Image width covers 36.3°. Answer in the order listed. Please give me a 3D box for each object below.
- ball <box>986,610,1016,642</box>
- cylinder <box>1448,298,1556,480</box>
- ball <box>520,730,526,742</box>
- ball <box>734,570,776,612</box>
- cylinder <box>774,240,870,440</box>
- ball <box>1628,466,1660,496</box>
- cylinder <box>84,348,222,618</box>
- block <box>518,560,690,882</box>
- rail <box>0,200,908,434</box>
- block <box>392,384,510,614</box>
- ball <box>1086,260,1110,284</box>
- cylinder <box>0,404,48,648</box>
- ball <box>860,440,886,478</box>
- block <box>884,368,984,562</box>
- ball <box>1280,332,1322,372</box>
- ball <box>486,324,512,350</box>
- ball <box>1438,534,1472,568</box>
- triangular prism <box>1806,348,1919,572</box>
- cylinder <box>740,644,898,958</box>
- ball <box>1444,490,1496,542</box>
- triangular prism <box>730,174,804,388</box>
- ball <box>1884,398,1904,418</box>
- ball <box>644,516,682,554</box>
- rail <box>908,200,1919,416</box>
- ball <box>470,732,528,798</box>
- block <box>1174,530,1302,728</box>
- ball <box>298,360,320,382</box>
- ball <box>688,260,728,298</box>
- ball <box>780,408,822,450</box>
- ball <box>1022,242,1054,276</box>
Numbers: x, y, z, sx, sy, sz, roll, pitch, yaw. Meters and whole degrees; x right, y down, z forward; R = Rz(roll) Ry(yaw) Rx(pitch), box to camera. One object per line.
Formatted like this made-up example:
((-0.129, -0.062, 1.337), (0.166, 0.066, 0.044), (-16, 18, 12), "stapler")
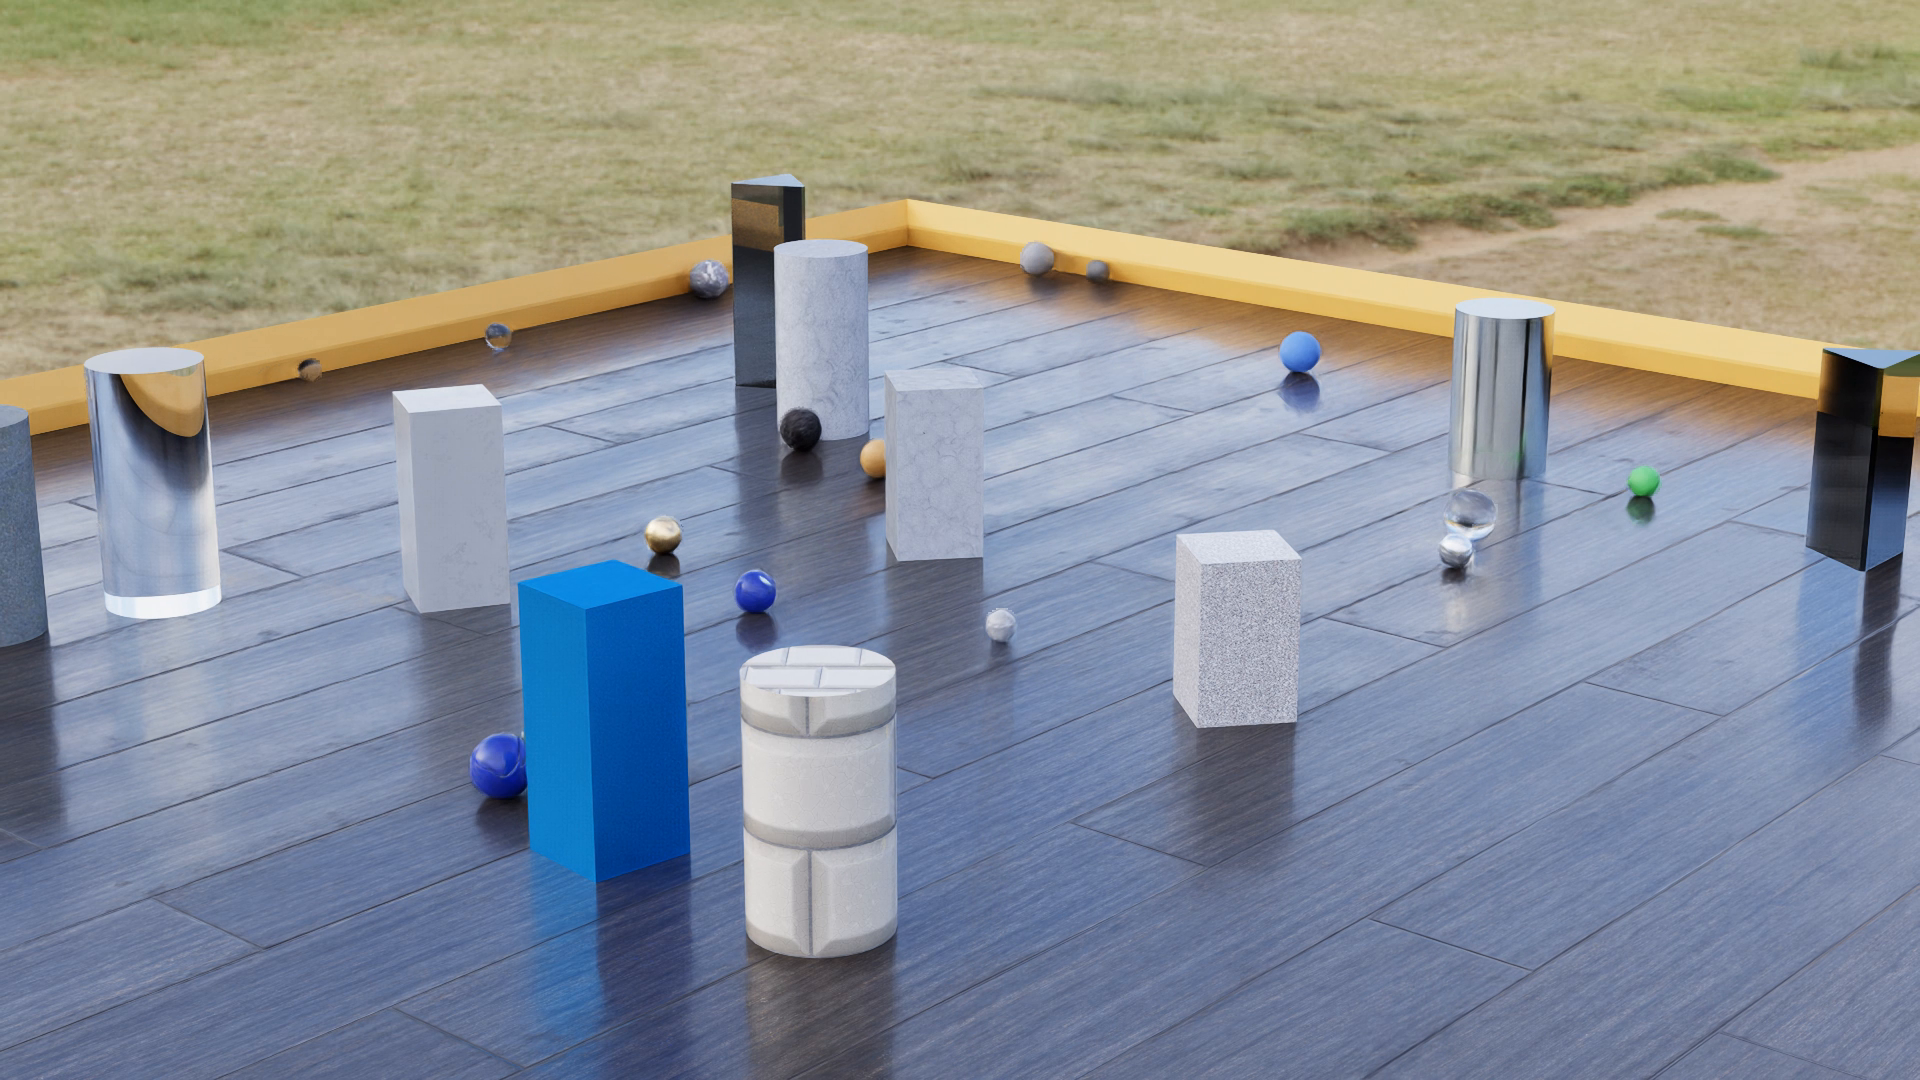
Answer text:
((0.069, 0.143, 4.888), (0.052, 0.052, 0.052), (0, 17, 0), "ball")
((1.087, -0.305, 5.895), (0.197, 0.328, 0.197), (0, 17, 0), "cylinder")
((-0.609, 0.298, 4.327), (0.079, 0.079, 0.079), (0, 17, 0), "ball")
((-0.351, 0.088, 5.034), (0.073, 0.073, 0.073), (0, 17, 0), "ball")
((-0.291, -0.423, 6.182), (0.197, 0.389, 0.197), (0, 17, 0), "cylinder")
((1.335, -0.114, 5.727), (0.060, 0.060, 0.060), (0, 17, 0), "ball")
((-1.385, -0.100, 5.039), (0.197, 0.429, 0.197), (0, 17, 0), "cylinder")
((-0.481, 0.243, 3.978), (0.157, 0.385, 0.157), (-14, 22, -40), "block")
((-1.641, -0.379, 6.484), (0.045, 0.128, 4.610), (14, 22, 39), "rail")
((-0.881, -0.073, 5.080), (0.157, 0.355, 0.157), (-6, 18, -20), "block")
((0.362, -0.701, 7.674), (0.060, 0.060, 0.060), (0, 17, 0), "ball")
((-1.639, -0.024, 4.889), (0.197, 0.370, 0.197), (0, 17, 0), "cylinder")
((-0.162, -0.162, 5.857), (0.076, 0.076, 0.076), (0, 17, 0), "ball")
((-0.048, -0.140, 5.365), (0.157, 0.318, 0.157), (-3, 17, -9), "block")
((0.780, -0.431, 6.720), (0.094, 0.094, 0.094), (0, 17, 0), "ball")
((-1.093, -0.482, 6.942), (0.063, 0.063, 0.063), (0, 17, 0), "ball")
((0.893, 0.018, 5.284), (0.061, 0.061, 0.061), (0, 17, 0), "ball")
((1.619, -0.155, 5.316), (0.148, 0.374, 0.170), (14, 22, 38), "triangular prism")
((-0.179, 0.332, 3.744), (0.197, 0.350, 0.197), (0, 17, 0), "cylinder")
((0.945, -0.045, 5.432), (0.097, 0.097, 0.097), (0, 17, 0), "ball")
((-0.405, -0.582, 6.586), (0.170, 0.460, 0.148), (5, 17, 15), "triangular prism")
((2.014, -0.286, 6.326), (0.042, 0.042, 0.042), (0, 17, 0), "ball")
((-0.543, -0.008, 5.360), (0.069, 0.069, 0.069), (0, 17, 0), "ball")
((1.496, -0.465, 6.769), (4.393, 0.128, 0.045), (14, 22, 39), "rail")
((-0.657, 0.324, 4.213), (0.094, 0.094, 0.094), (0, 17, 0), "ball")
((0.428, 0.136, 4.544), (0.157, 0.263, 0.157), (-3, 17, -9), "block")
((-1.474, -0.384, 6.640), (0.049, 0.049, 0.049), (0, 17, 0), "ball")
((-0.643, -0.665, 7.487), (0.098, 0.098, 0.098), (0, 17, 0), "ball")
((-0.329, -0.229, 6.061), (0.086, 0.086, 0.086), (0, 17, 0), "ball")
((0.207, -0.744, 7.766), (0.088, 0.088, 0.088), (0, 17, 0), "ball")
